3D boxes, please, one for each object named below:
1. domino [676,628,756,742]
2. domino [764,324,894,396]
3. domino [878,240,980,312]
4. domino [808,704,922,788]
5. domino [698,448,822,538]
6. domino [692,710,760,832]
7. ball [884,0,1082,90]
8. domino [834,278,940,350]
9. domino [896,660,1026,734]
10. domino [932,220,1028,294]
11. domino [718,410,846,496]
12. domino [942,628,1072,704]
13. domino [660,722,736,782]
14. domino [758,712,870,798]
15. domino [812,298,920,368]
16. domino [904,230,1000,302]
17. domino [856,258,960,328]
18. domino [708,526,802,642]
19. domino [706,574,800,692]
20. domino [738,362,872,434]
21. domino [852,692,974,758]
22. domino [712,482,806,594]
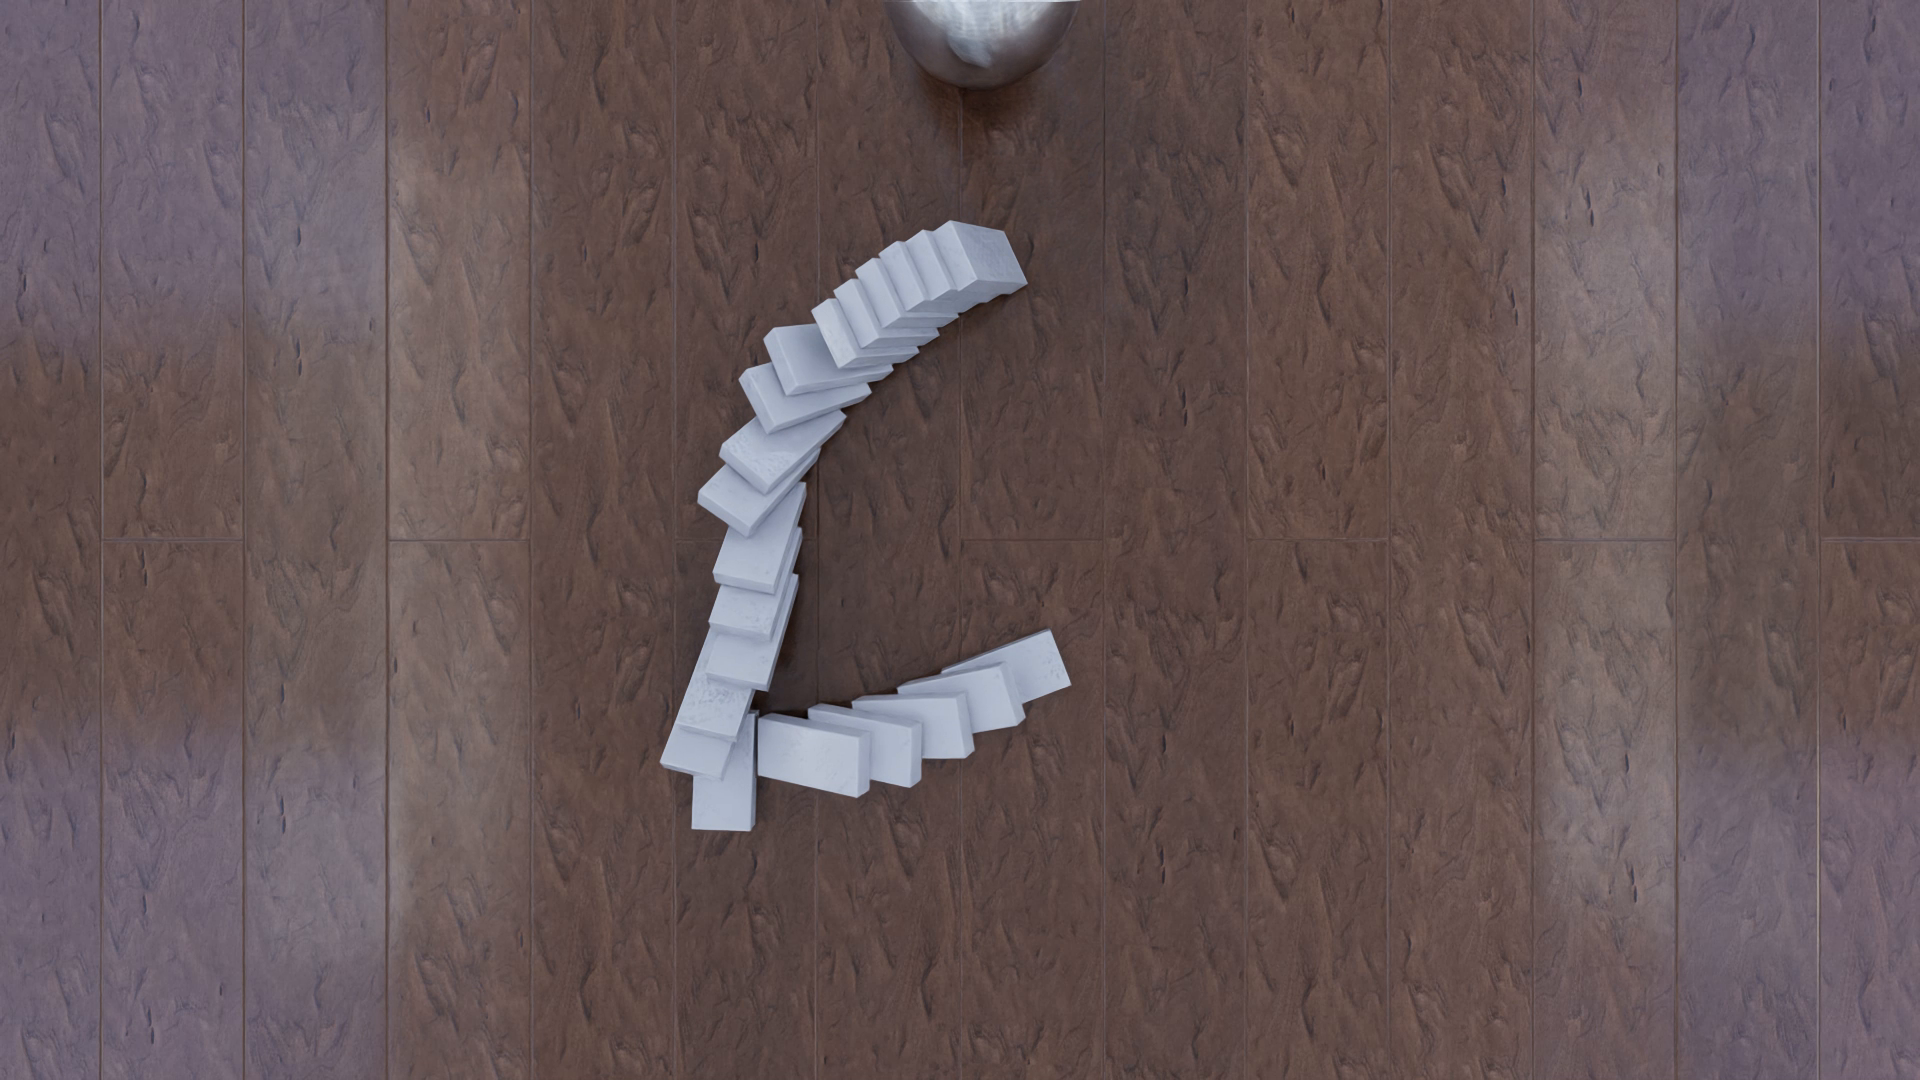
[{"bbox_3d":[-0.097,0.057,0.383,0.025,0.010,0.050,13,62,0],"label":"domino"},{"bbox_3d":[-0.054,-0.076,0.379,0.050,0.010,0.025,-19,84,-41],"label":"domino"},{"bbox_3d":[-0.011,-0.107,0.376,0.010,0.050,0.025,-25,90,30],"label":"domino"},{"bbox_3d":[-0.040,0.085,0.384,0.050,0.010,0.025,5,98,25],"label":"domino"},{"bbox_3d":[-0.083,-0.027,0.382,0.025,0.010,0.050,35,56,1],"label":"domino"},{"bbox_3d":[-0.101,0.099,0.395,0.025,0.010,0.050,2,90,0],"label":"domino"},{"bbox_3d":[0.009,-0.221,0.360,0.080,0.080,0.080,0,90,0],"label":"ball"},{"bbox_3d":[-0.029,-0.093,0.376,0.010,0.050,0.025,-25,90,30],"label":"domino"},{"bbox_3d":[0.000,0.068,0.383,0.050,0.010,0.025,-16,92,27],"label":"domino"},{"bbox_3d":[0.009,-0.115,0.376,0.009,0.050,0.025,-25,90,30],"label":"domino"},{"bbox_3d":[-0.073,-0.044,0.382,0.025,0.009,0.050,41,56,0],"label":"domino"},{"bbox_3d":[0.020,0.059,0.395,0.050,0.010,0.025,-21,90,0],"label":"domino"},{"bbox_3d":[-0.104,0.073,0.384,0.025,0.010,0.050,14,62,0],"label":"domino"},{"bbox_3d":[-0.062,0.090,0.384,0.050,0.010,0.025,5,97,25],"label":"domino"},{"bbox_3d":[-0.038,-0.085,0.376,0.010,0.050,0.025,-25,90,30],"label":"domino"},{"bbox_3d":[-0.001,-0.111,0.376,0.010,0.050,0.025,-25,90,30],"label":"domino"},{"bbox_3d":[-0.021,-0.101,0.376,0.010,0.050,0.025,-25,90,30],"label":"domino"},{"bbox_3d":[-0.085,0.016,0.384,0.025,0.010,0.050,12,61,0],"label":"domino"},{"bbox_3d":[-0.086,0.036,0.384,0.025,0.009,0.050,12,62,-1],"label":"domino"},{"bbox_3d":[-0.064,-0.064,0.381,0.050,0.009,0.025,-27,90,-38],"label":"domino"},{"bbox_3d":[-0.020,0.078,0.384,0.050,0.010,0.025,-7,94,27],"label":"domino"},{"bbox_3d":[-0.083,-0.004,0.383,0.025,0.009,0.050,12,60,0],"label":"domino"}]
